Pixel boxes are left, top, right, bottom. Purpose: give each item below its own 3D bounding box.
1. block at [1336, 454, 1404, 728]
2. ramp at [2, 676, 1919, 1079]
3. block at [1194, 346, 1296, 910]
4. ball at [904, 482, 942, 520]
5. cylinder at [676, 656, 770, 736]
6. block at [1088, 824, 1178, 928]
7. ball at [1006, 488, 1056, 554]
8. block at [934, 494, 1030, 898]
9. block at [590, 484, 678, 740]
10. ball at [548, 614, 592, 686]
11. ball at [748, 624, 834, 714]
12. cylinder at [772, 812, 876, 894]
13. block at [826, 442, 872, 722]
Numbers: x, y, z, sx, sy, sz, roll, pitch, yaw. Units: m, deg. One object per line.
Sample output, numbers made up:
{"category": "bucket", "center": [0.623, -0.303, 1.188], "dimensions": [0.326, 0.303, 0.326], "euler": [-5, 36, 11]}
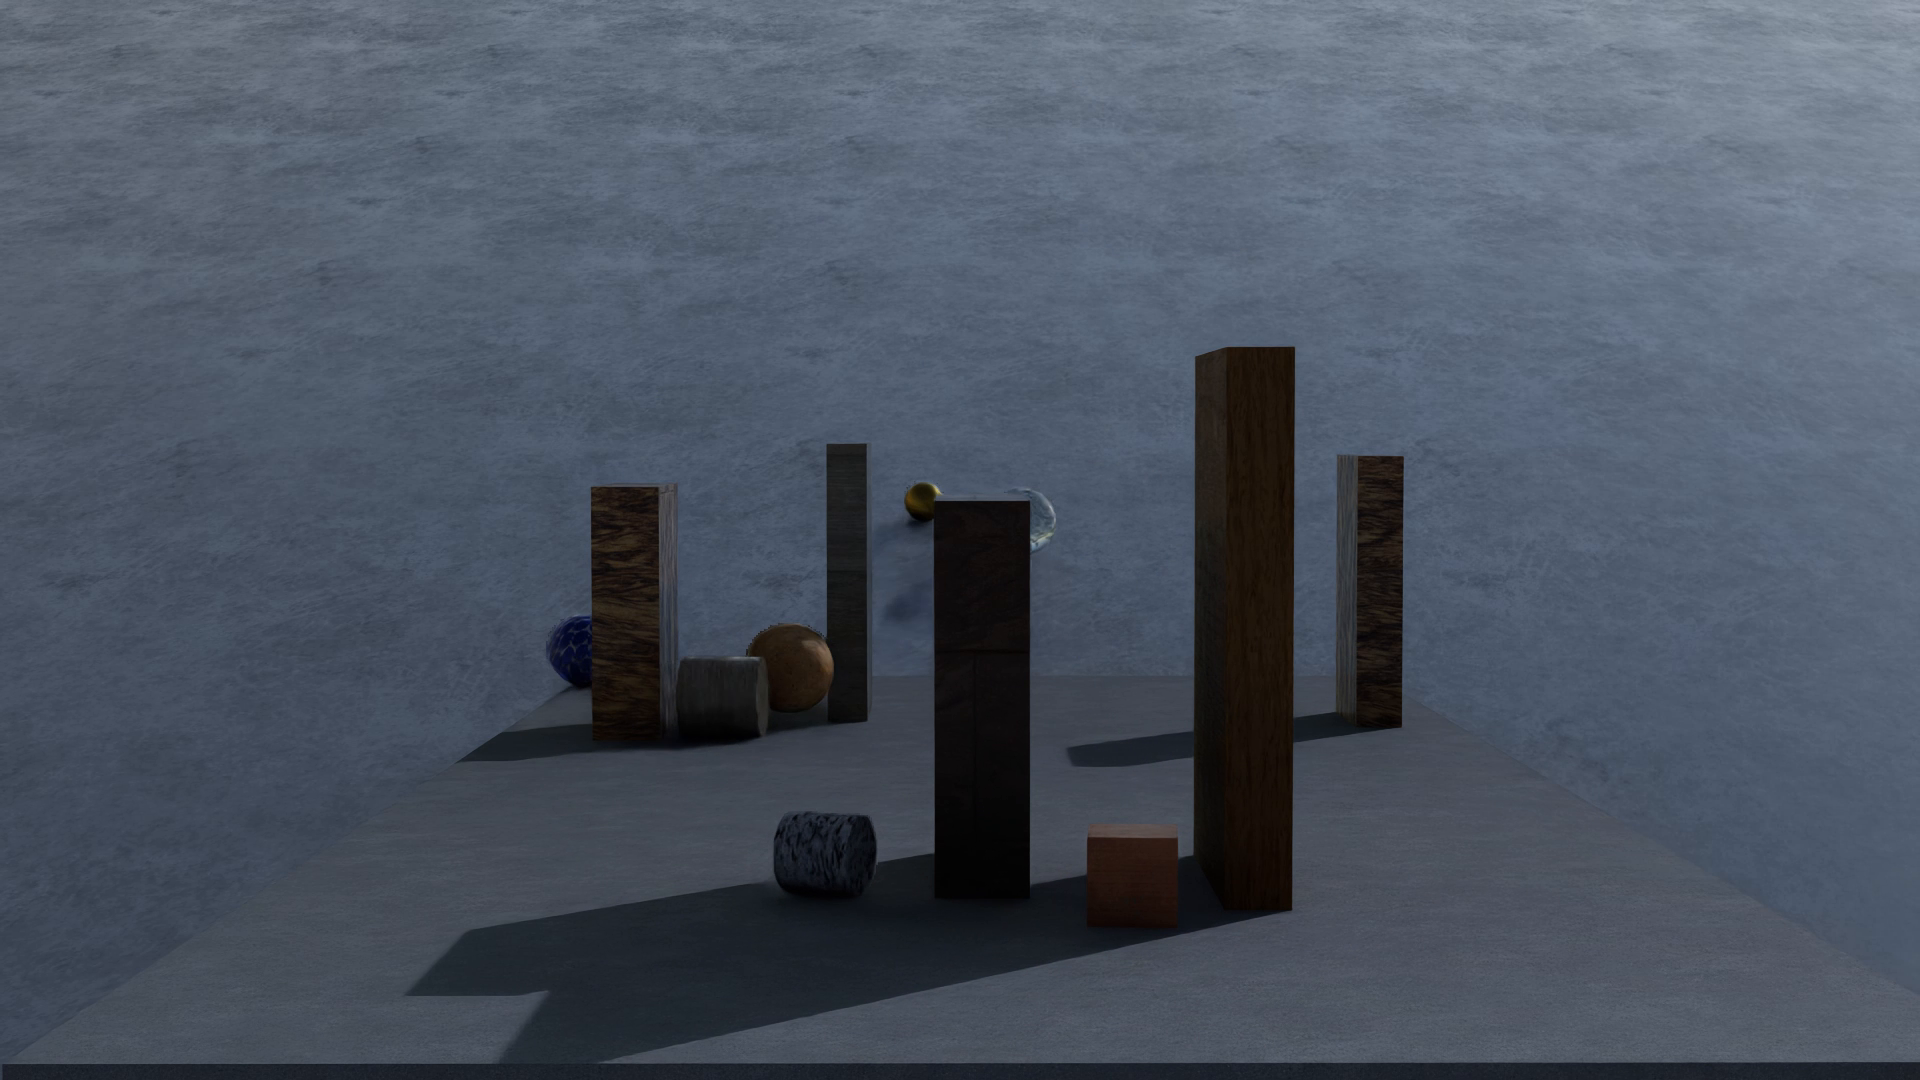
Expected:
{"category": "block", "center": [0.879, 0.103, 5.536], "dimensions": [0.096, 0.569, 0.292], "euler": [0, 2, 0]}
{"category": "ramp", "center": [0.053, 0.480, 4.538], "dimensions": [2.000, 0.100, 4.000], "euler": [0, 2, 0]}
{"category": "block", "center": [0.387, 0.107, 3.547], "dimensions": [0.088, 0.730, 0.436], "euler": [0, 2, 0]}
{"category": "ball", "center": [-0.108, -0.115, 7.708], "dimensions": [0.116, 0.116, 0.116], "euler": [0, 23, 0]}
{"category": "cylinder", "center": [-0.481, 0.319, 5.238], "dimensions": [0.162, 0.162, 0.162], "euler": [0, 23, 5]}
{"category": "block", "center": [0.221, 0.427, 3.284], "dimensions": [0.113, 0.113, 0.113], "euler": [0, 2, 5]}
{"category": "ball", "center": [0.183, -0.054, 7.465], "dimensions": [0.193, 0.193, 0.193], "euler": [0, 23, 0]}
{"category": "block", "center": [0.029, 0.205, 3.606], "dimensions": [0.127, 0.530, 0.373], "euler": [0, 2, 0]}
{"category": "block", "center": [-0.672, 0.141, 5.344], "dimensions": [0.136, 0.510, 0.353], "euler": [0, 2, 0]}
{"category": "ball", "center": [-0.917, 0.268, 6.287], "dimensions": [0.175, 0.175, 0.175], "euler": [0, 23, 0]}
{"category": "ball", "center": [-0.360, 0.272, 5.445], "dimensions": [0.189, 0.189, 0.189], "euler": [0, 23, 0]}
{"category": "cylinder", "center": [-0.183, 0.423, 3.475], "dimensions": [0.106, 0.106, 0.106], "euler": [1, 22, 20]}
{"category": "block", "center": [-0.242, 0.085, 5.665], "dimensions": [0.086, 0.595, 0.325], "euler": [0, 2, 0]}
